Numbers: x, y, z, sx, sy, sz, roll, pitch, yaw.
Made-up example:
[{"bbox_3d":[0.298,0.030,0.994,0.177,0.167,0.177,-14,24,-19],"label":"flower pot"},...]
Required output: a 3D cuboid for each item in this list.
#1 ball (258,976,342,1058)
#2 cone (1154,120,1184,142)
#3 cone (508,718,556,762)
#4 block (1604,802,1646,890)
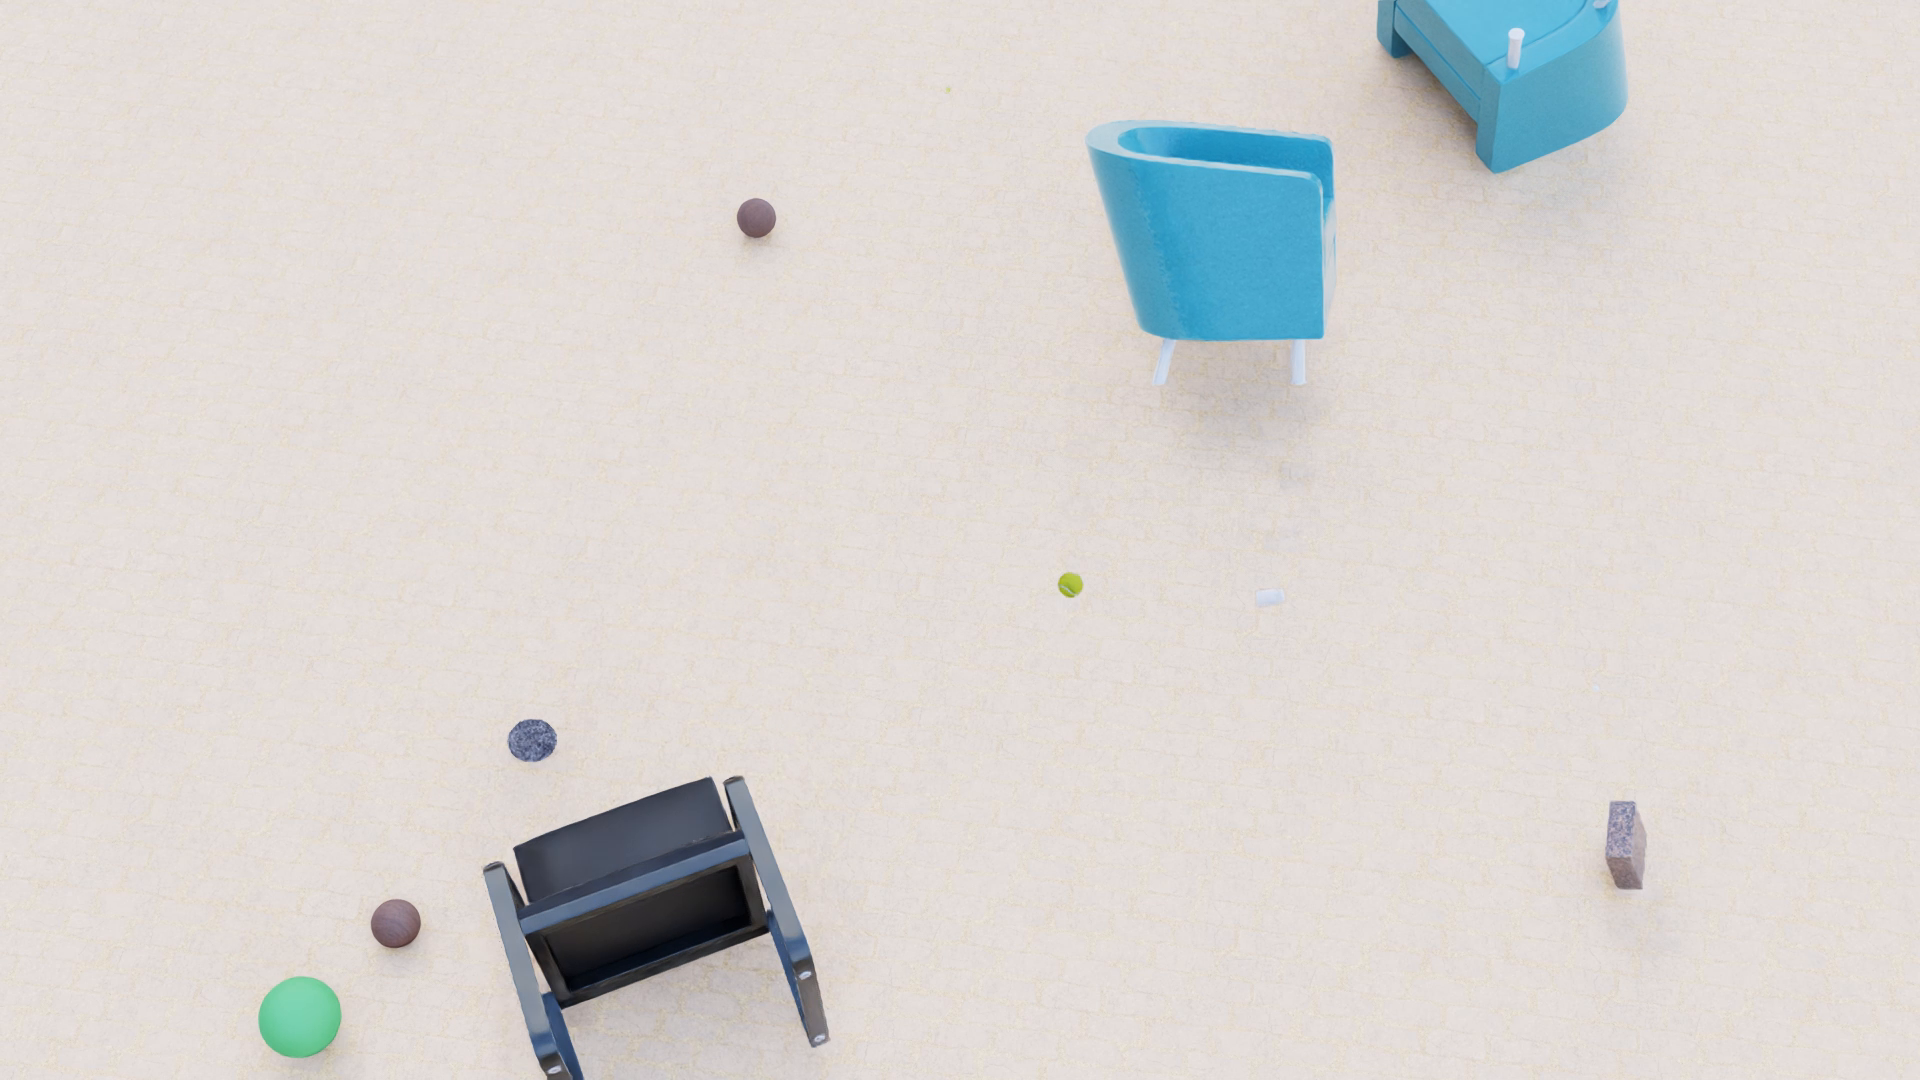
[{"bbox_3d":[-1.690,1.222,5.631,0.205,0.205,0.205,0,56,0],"label":"ball"},{"bbox_3d":[0.700,-1.331,7.215,0.061,0.067,0.114,-8,24,-40],"label":"cone"},{"bbox_3d":[-1.192,0.538,6.178,0.144,0.130,0.105,-42,17,16],"label":"cone"},{"bbox_3d":[1.791,0.820,5.910,0.067,0.176,0.168,-3,52,27],"label":"block"}]
